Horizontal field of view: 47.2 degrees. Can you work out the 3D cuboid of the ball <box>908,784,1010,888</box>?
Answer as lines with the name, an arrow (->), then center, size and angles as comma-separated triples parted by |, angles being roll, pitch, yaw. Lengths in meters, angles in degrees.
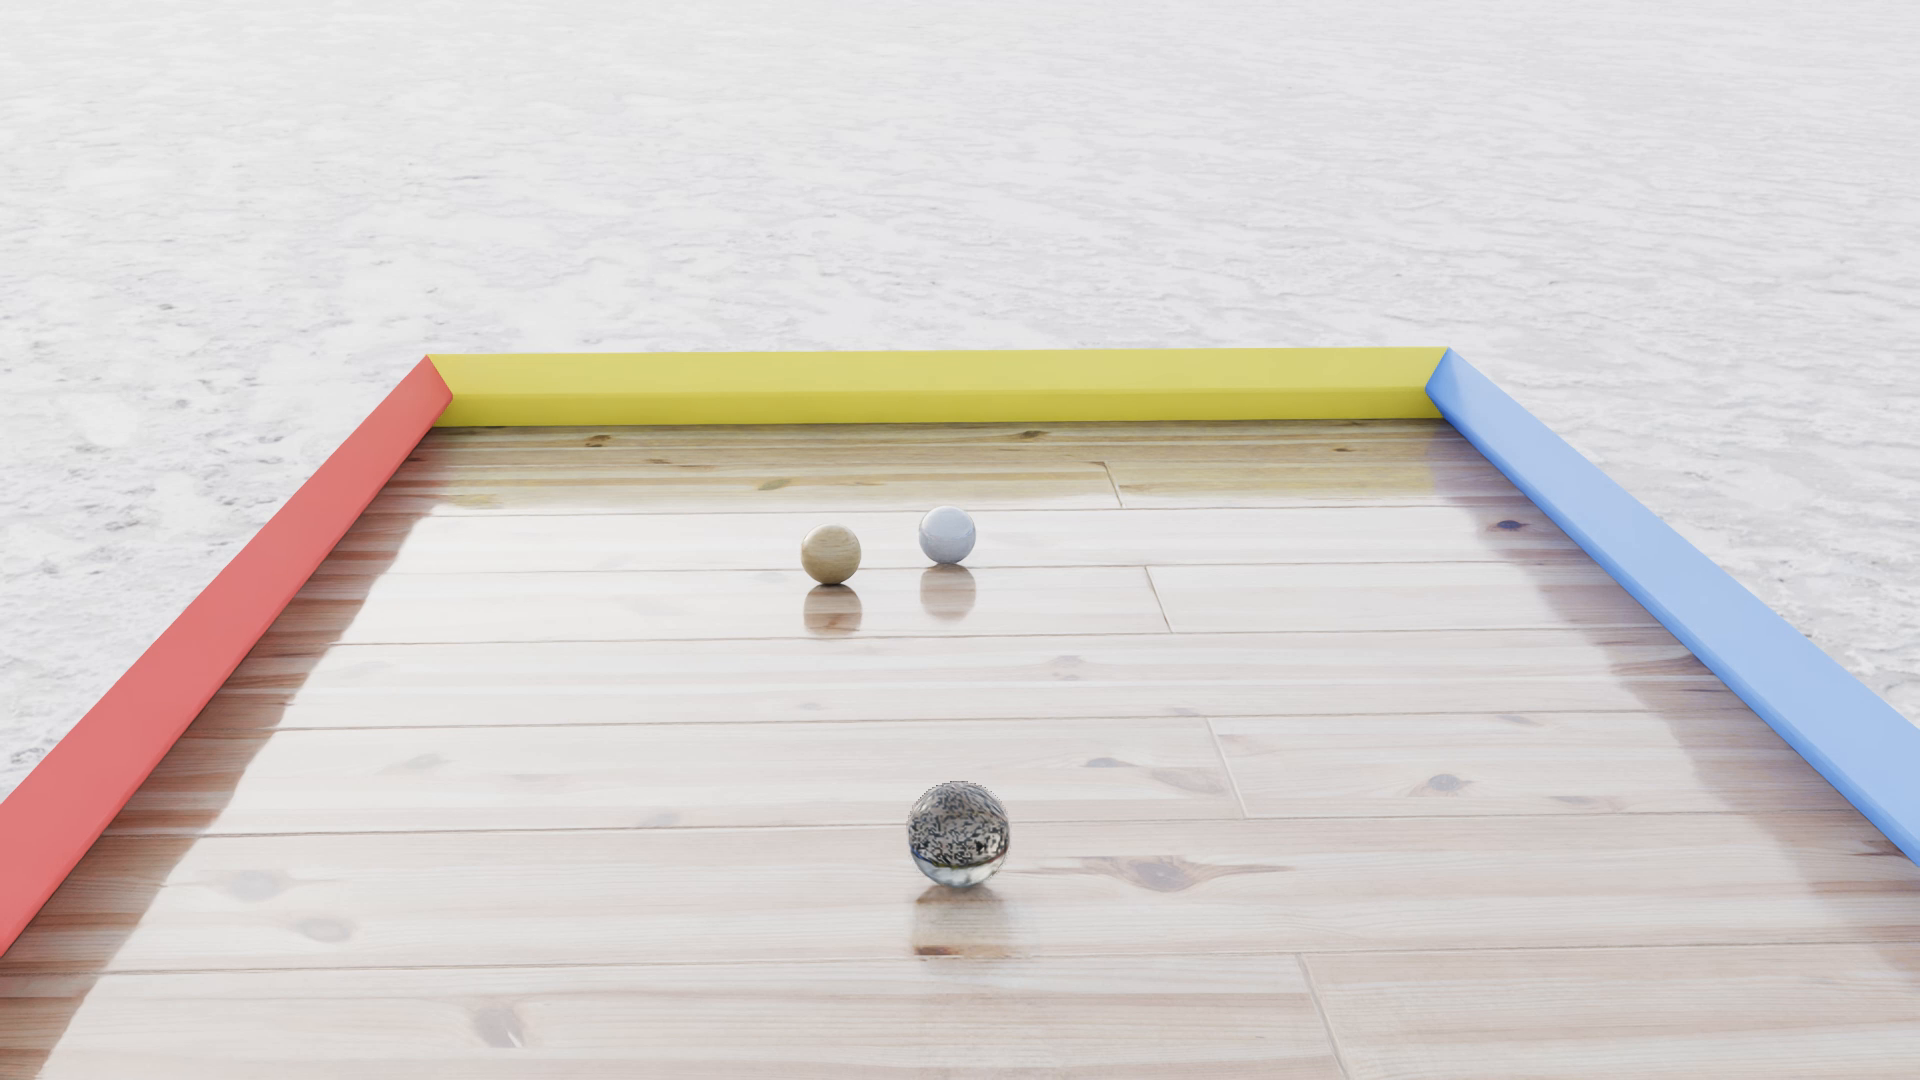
ball -> -0.001, 0.242, 1.802 | 0.085, 0.085, 0.085 | 0, 17, 0

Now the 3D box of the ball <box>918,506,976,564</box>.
ball -> -0.016, -0.006, 2.654 | 0.071, 0.071, 0.071 | 0, 17, 0

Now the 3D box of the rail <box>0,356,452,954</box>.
rail -> -0.724, 0.204, 1.883 | 0.045, 0.110, 2.995 | -1, 17, -2

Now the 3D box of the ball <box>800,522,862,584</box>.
ball -> -0.152, 0.016, 2.578 | 0.073, 0.073, 0.073 | 0, 17, 0

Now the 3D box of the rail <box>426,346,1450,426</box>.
rail -> -0.027, -0.227, 3.320 | 1.551, 0.110, 0.045 | -1, 17, -2

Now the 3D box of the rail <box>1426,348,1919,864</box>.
rail -> 0.779, 0.188, 1.936 | 0.045, 0.110, 2.995 | -1, 17, -2
